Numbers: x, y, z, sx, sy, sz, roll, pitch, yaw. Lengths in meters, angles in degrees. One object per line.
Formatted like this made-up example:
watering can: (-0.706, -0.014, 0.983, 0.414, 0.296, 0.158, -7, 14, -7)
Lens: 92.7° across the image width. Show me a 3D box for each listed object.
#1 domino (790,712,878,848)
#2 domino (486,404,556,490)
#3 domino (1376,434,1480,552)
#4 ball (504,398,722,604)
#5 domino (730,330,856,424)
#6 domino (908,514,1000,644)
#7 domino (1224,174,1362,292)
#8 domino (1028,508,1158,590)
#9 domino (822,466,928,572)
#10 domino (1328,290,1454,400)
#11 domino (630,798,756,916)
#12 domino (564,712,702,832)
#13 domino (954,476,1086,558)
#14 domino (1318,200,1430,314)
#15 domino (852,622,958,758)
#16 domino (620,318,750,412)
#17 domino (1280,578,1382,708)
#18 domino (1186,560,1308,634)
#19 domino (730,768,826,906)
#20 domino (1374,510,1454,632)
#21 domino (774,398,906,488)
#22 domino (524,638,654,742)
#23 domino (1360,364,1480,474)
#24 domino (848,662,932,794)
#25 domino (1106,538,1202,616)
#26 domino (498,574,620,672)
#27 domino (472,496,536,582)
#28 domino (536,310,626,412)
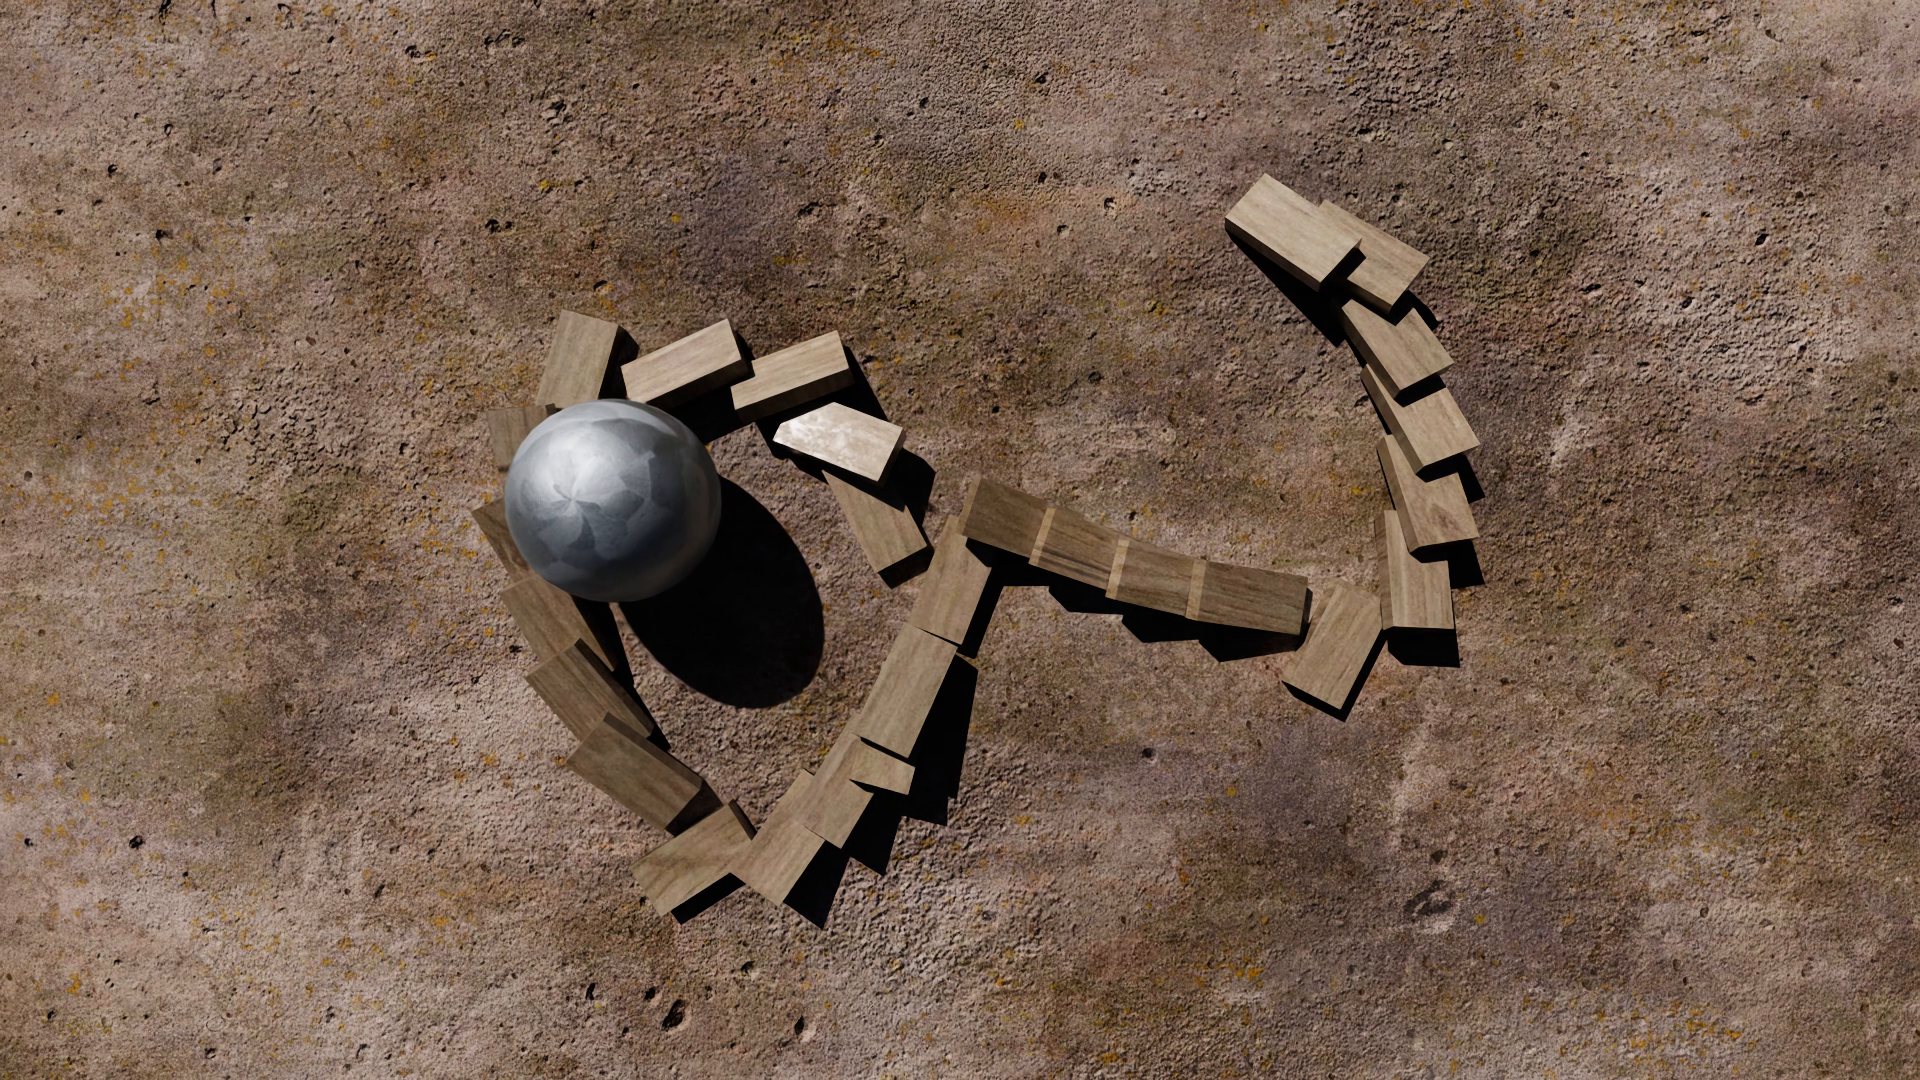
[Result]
domino: (-0.048, 0.101, 0.388, 0.025, 0.009, 0.050, 32, 73, 0)
domino: (-0.181, -0.031, 0.389, 0.025, 0.010, 0.050, -6, 104, 0)
domino: (0.197, -0.022, 0.388, 0.025, 0.009, 0.050, -9, 73, 0)
ball: (-0.135, -0.015, 0.360, 0.080, 0.080, 0.080, 0, 90, 0)
domino: (-0.072, -0.069, 0.389, 0.050, 0.010, 0.025, -20, 54, 0)
domino: (-0.002, 0.017, 0.395, 0.025, 0.010, 0.050, 21, 90, 0)
domino: (0.140, -0.130, 0.387, 0.050, 0.010, 0.025, 43, 92, 19)
domino: (0.057, 0.006, 0.388, 0.050, 0.010, 0.025, 19, 90, -17)
domino: (-0.037, -0.014, 0.395, 0.025, 0.010, 0.050, -28, 90, 0)
domino: (0.182, -0.087, 0.388, 0.025, 0.010, 0.050, -27, 73, 0)
domino: (-0.113, 0.137, 0.395, 0.050, 0.010, 0.025, -33, 90, 0)
domino: (-0.138, 0.098, 0.388, 0.050, 0.009, 0.025, 41, 94, -15)
domino: (0.026, -0.007, 0.387, 0.050, 0.009, 0.025, 18, 90, -20)
domino: (0.168, -0.120, 0.388, 0.050, 0.009, 0.025, 39, 90, 18)
domino: (-0.023, 0.063, 0.383, 0.025, 0.009, 0.050, 26, 72, -2)
domino: (-0.117, -0.072, 0.390, 0.050, 0.010, 0.025, -24, 60, 0)
domino: (0.162, 0.044, 0.395, 0.025, 0.009, 0.050, 27, 90, 0)
domino: (0.122, 0.024, 0.388, 0.050, 0.009, 0.025, 9, 90, -17)
domino: (-0.072, 0.125, 0.389, 0.025, 0.009, 0.050, 36, 75, 0)
domino: (0.192, 0.013, 0.389, 0.025, 0.009, 0.050, 3, 75, 0)
domino: (-0.051, -0.043, 0.388, 0.050, 0.010, 0.025, 22, 79, 13)
domino: (-0.156, 0.069, 0.388, 0.025, 0.010, 0.050, -34, 106, 1)
domino: (0.194, -0.056, 0.388, 0.025, 0.010, 0.050, -21, 73, 0)
domino: (-0.028, 0.079, 0.387, 0.025, 0.010, 0.050, 17, 73, -5)
domino: (0.089, 0.018, 0.388, 0.050, 0.010, 0.025, 14, 90, -17)
domino: (-0.169, 0.038, 0.388, 0.025, 0.010, 0.050, -24, 107, 0)
domino: (-0.180, 0.004, 0.388, 0.025, 0.009, 0.050, -24, 106, 1)
domino: (-0.164, -0.071, 0.395, 0.025, 0.009, 0.050, 16, 90, 0)
